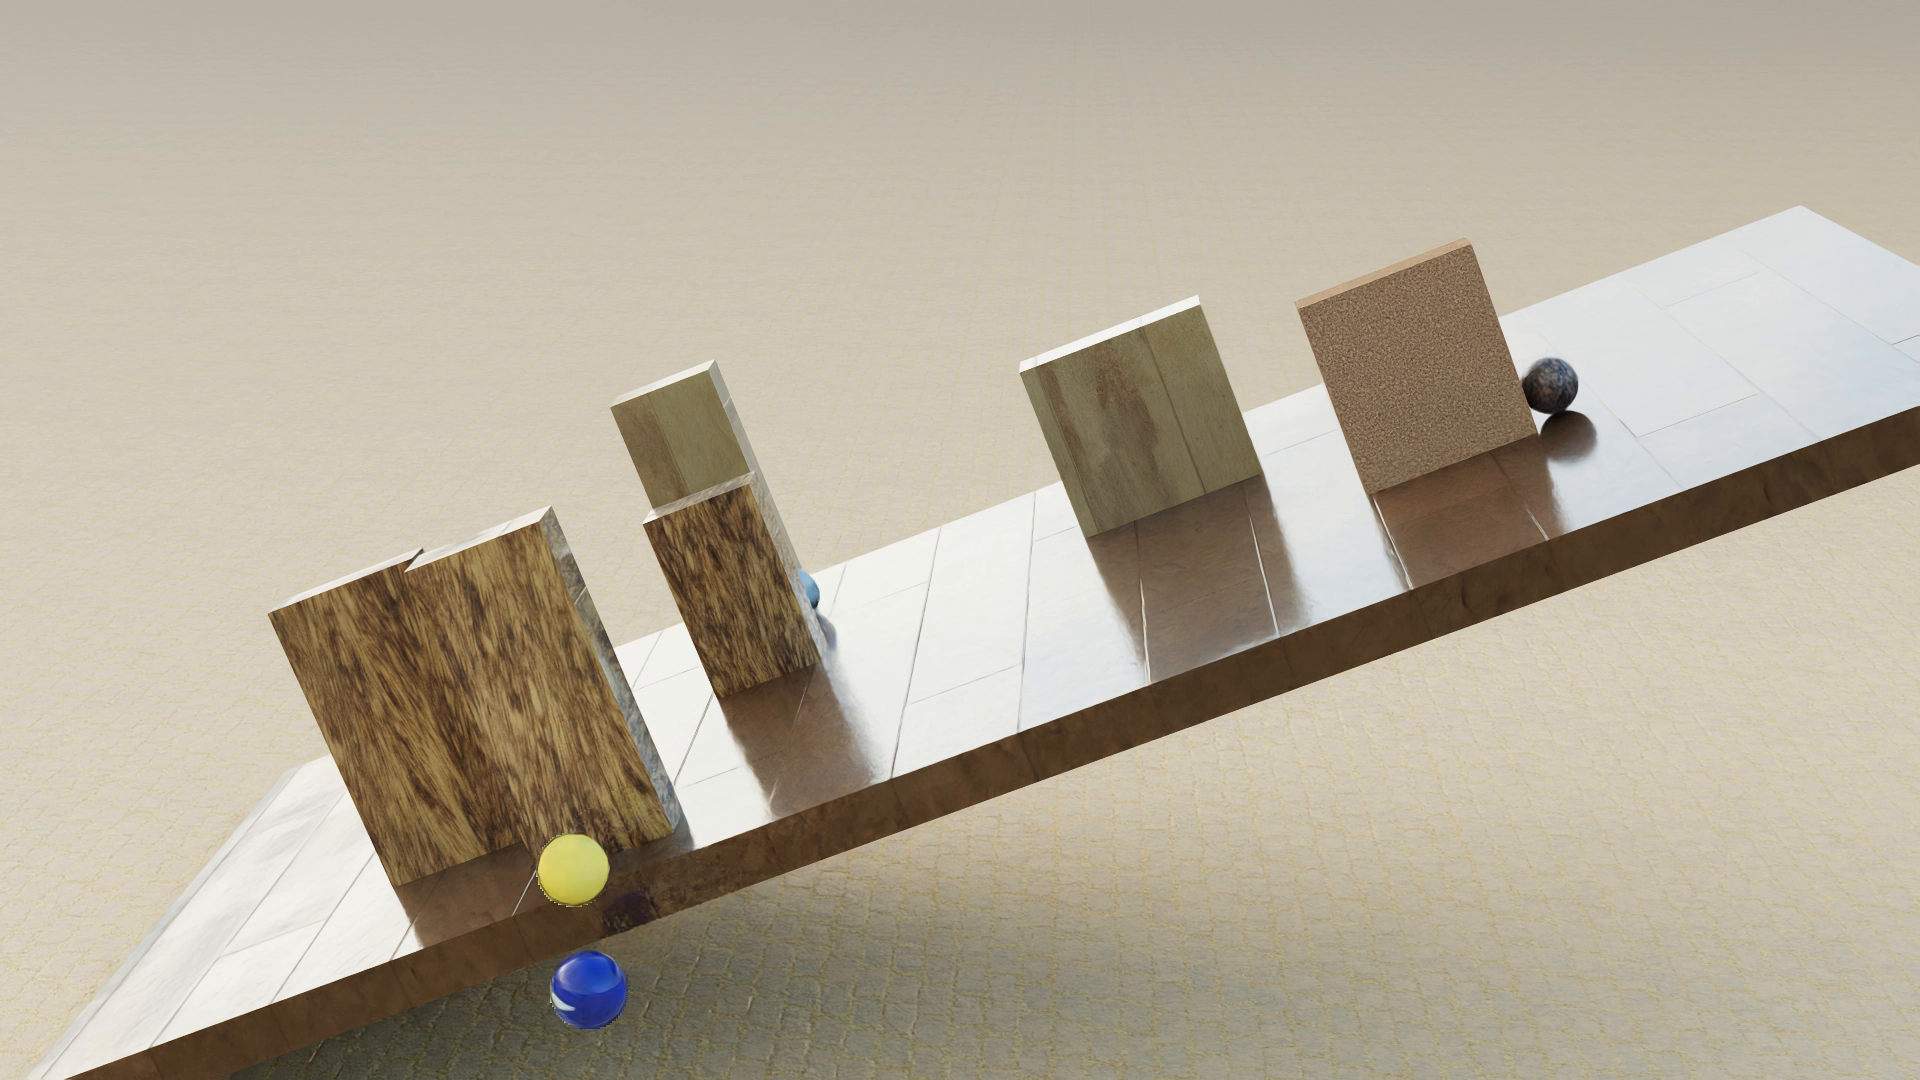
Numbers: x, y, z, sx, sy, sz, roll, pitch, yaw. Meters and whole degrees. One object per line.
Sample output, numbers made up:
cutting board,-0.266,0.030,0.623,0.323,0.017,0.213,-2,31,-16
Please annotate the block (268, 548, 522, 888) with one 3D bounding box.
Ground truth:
block,-1.113,0.360,5.922,0.317,0.616,0.094,-20,12,7

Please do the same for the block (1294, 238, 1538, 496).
block,0.922,-0.350,5.949,0.365,0.409,0.099,-20,12,7

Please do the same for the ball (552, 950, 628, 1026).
ball,-0.662,0.801,5.252,0.134,0.134,0.134,0,14,0

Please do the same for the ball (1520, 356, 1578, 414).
ball,1.202,-0.315,6.002,0.119,0.119,0.119,0,14,0

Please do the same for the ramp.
ramp,0.121,0.174,6.292,4.000,0.100,2.000,-20,12,7

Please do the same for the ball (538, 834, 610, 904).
ball,-0.702,0.598,5.350,0.128,0.128,0.128,0,14,0

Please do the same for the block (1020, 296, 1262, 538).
block,0.403,-0.274,6.551,0.423,0.403,0.132,-20,12,7

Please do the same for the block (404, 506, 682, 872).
block,-0.783,0.290,5.566,0.274,0.646,0.134,-20,12,7

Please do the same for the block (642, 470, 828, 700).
block,-0.491,0.098,6.446,0.249,0.422,0.135,-20,12,7

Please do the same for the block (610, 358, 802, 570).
block,-0.592,-0.094,7.021,0.250,0.611,0.142,-20,12,7

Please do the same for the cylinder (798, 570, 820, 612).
cylinder,-0.405,0.140,6.858,0.114,0.114,0.114,9,22,32
